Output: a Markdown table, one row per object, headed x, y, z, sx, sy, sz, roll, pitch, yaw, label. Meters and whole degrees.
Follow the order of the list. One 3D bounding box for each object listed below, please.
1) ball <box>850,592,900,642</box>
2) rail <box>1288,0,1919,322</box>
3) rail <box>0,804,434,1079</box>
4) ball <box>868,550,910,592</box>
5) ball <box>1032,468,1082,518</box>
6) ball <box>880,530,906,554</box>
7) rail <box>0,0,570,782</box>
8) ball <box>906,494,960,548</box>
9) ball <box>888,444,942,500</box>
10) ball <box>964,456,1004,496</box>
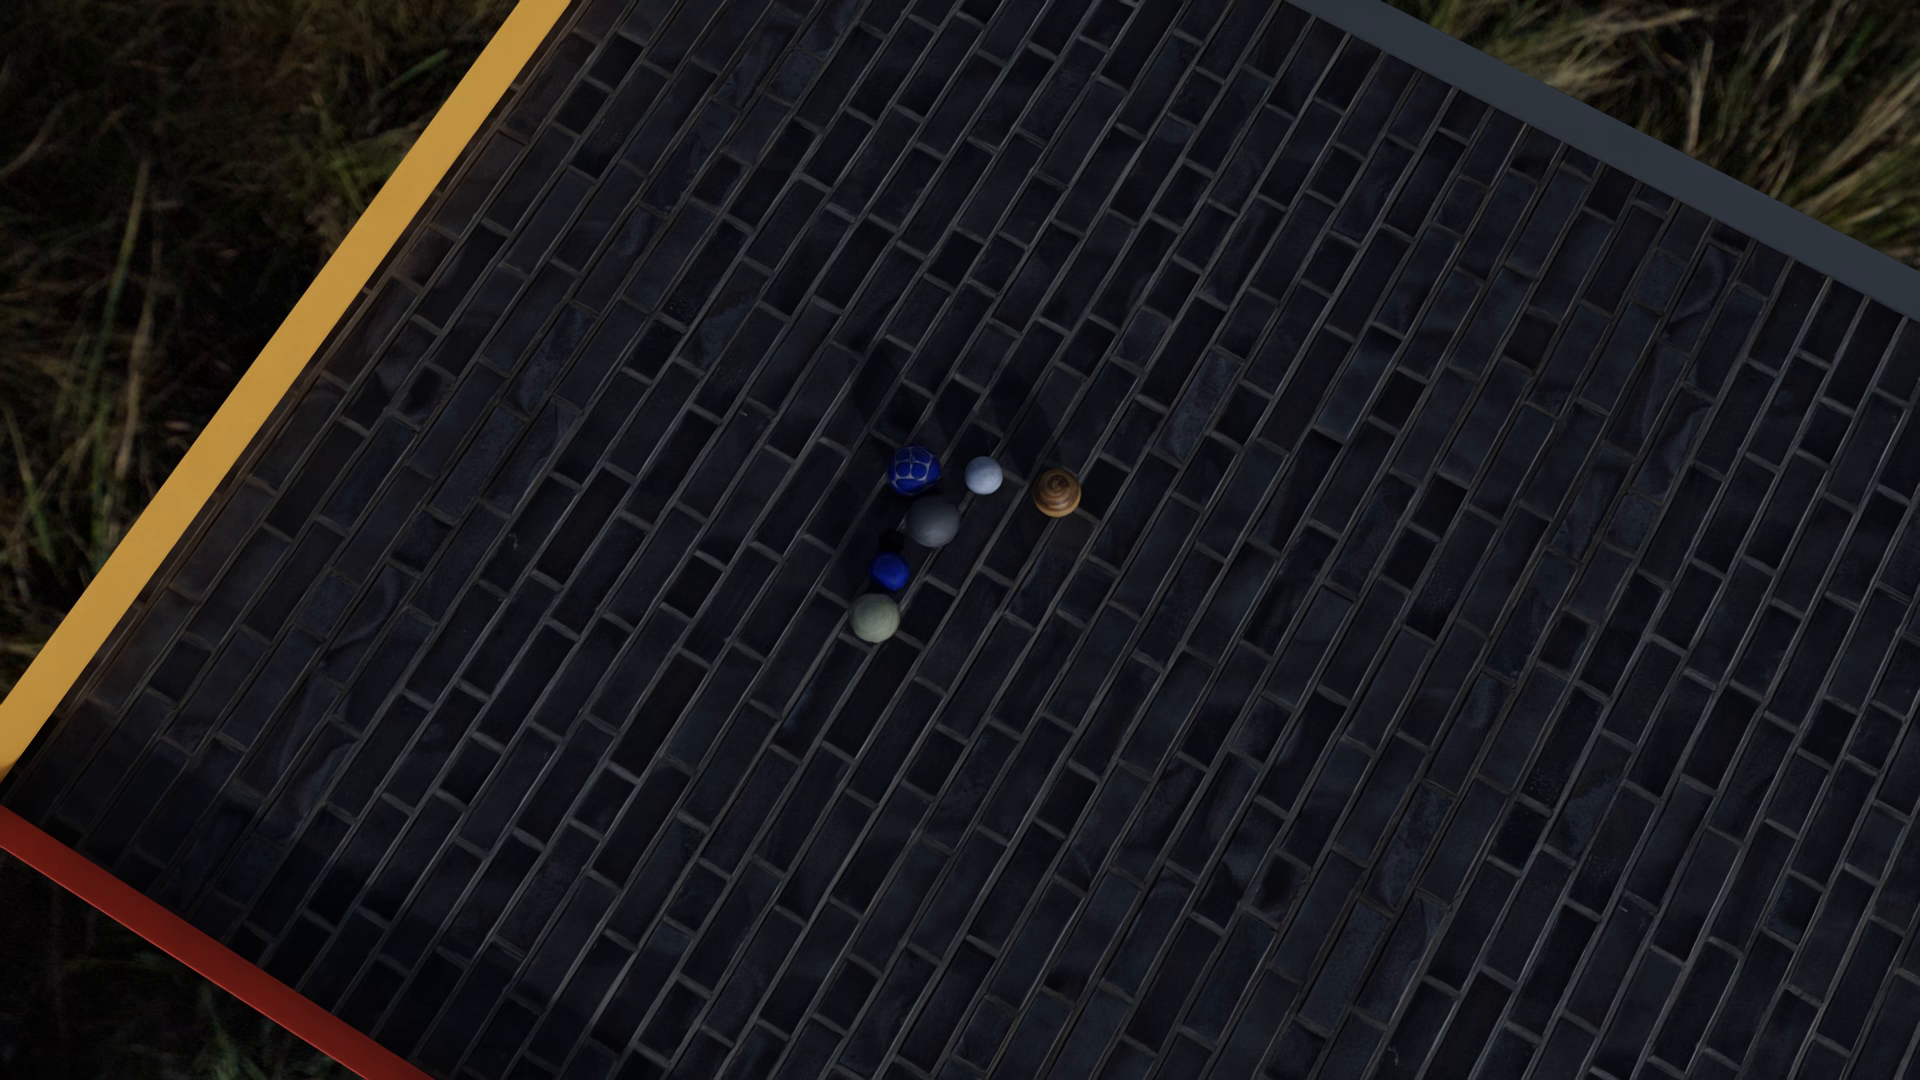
| x | y | z | sx | sy | sz | roll | pitch | yaw | label |
| --- | --- | --- | --- | --- | --- | --- | --- | --- | --- |
| -0.130 | 0.117 | 3.347 | 0.077 | 0.077 | 0.077 | 0 | 73 | 0 | ball |
| 1.485 | -0.388 | 3.487 | 4.300 | 0.109 | 0.045 | 29 | 75 | 9 | rail |
| 0.367 | 1.419 | 2.923 | 4.300 | 0.109 | 0.045 | 29 | 75 | 9 | rail |
| -0.108 | 0.048 | 3.376 | 0.064 | 0.064 | 0.064 | 0 | 73 | 0 | ball |
| 0.150 | -0.073 | 3.407 | 0.076 | 0.076 | 0.076 | 0 | 73 | 0 | ball |
| -0.105 | 0.003 | 3.402 | 0.040 | 0.040 | 0.040 | 0 | 73 | 0 | ball |
| -0.905 | -0.516 | 3.527 | 0.045 | 0.109 | 2.246 | 29 | 75 | 9 | rail |
| -0.042 | -0.030 | 3.390 | 0.083 | 0.083 | 0.083 | 0 | 73 | 0 | ball |
| -0.071 | -0.106 | 3.413 | 0.084 | 0.084 | 0.084 | 0 | 73 | 0 | ball |
| 0.037 | -0.100 | 3.424 | 0.061 | 0.061 | 0.061 | 0 | 73 | 0 | ball |
